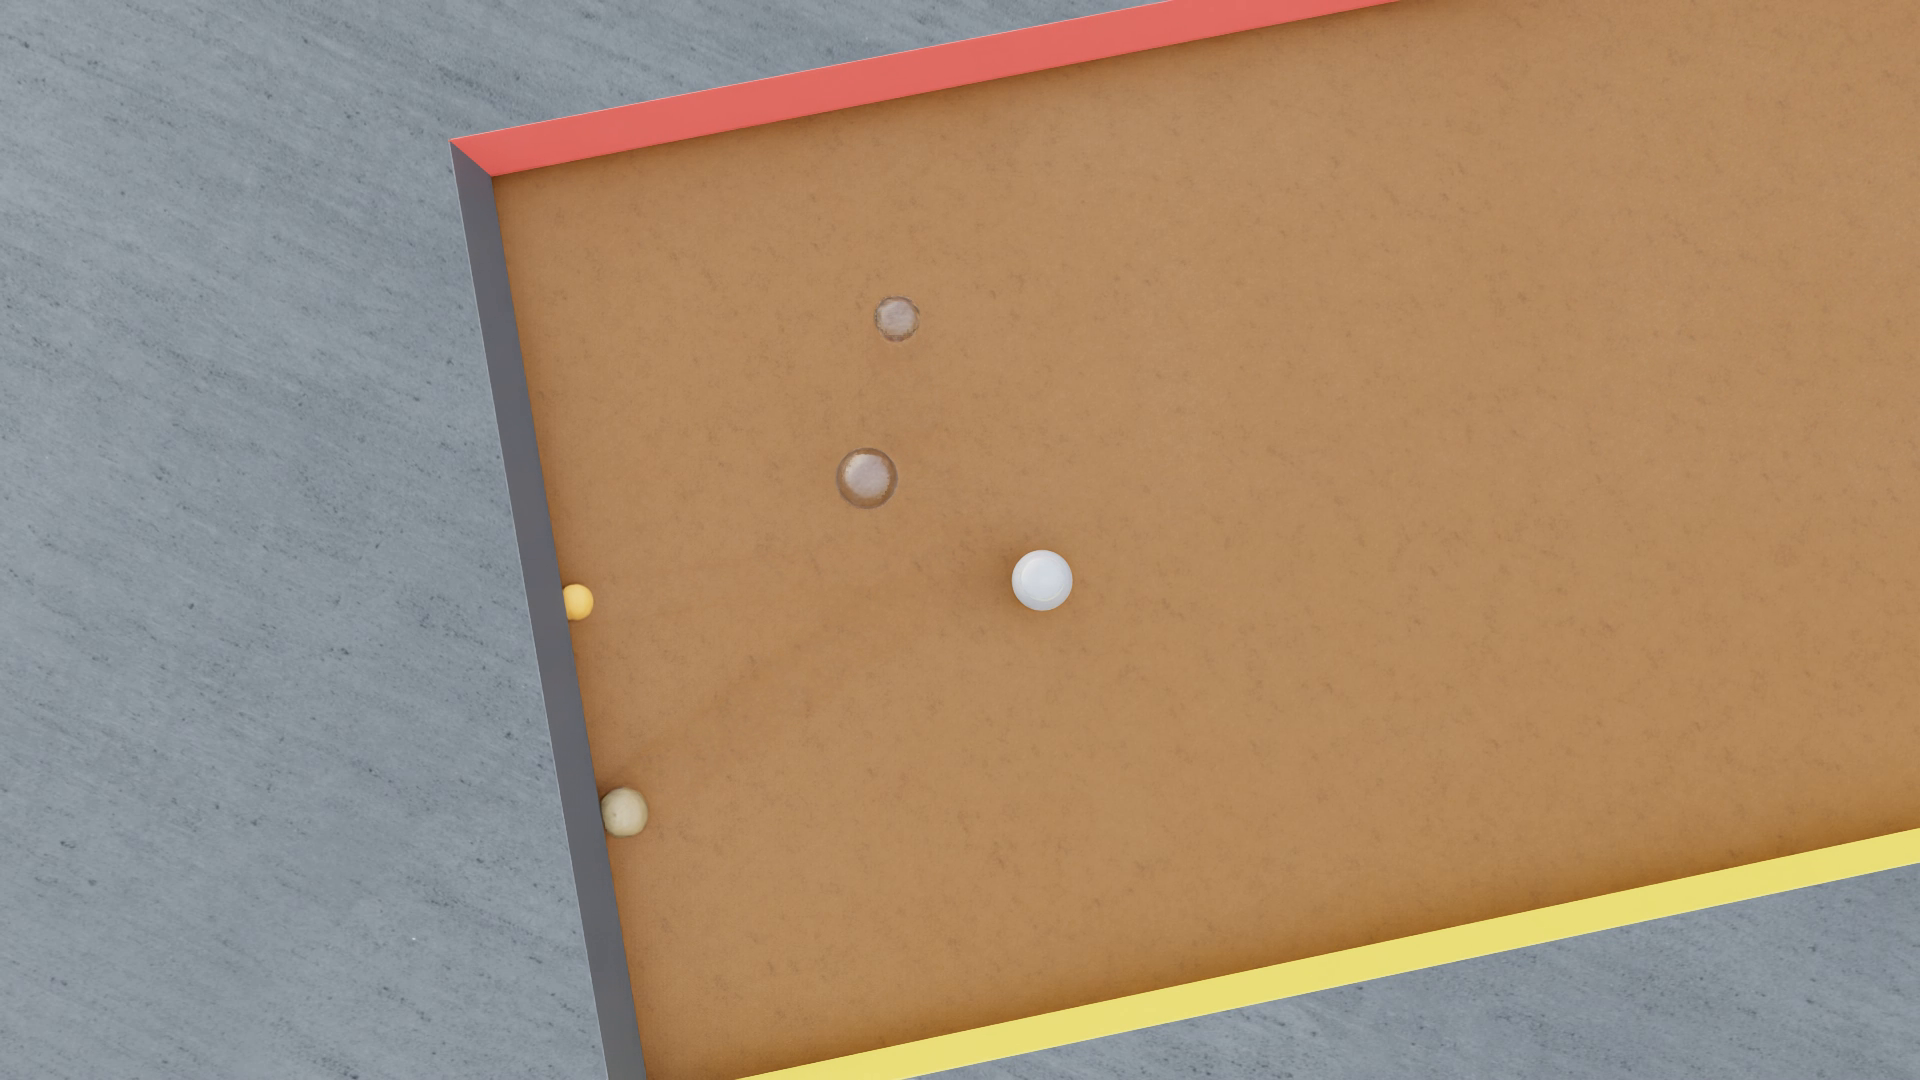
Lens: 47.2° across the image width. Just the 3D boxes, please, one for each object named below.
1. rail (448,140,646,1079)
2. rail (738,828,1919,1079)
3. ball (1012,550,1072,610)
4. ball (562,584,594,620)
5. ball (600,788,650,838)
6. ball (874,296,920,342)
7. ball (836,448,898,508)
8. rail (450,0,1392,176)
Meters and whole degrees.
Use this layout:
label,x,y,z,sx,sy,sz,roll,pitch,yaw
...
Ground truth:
label,x,y,z,sx,sy,sz,roll,pitch,yaw
rail,-0.604,0.118,3.253,0.045,0.121,1.503,-11,78,-2
rail,0.775,0.565,3.159,2.561,0.121,0.045,-11,78,-2
ball,0.123,0.060,3.281,0.091,0.091,0.091,0,78,0
ball,-0.576,0.093,3.293,0.054,0.054,0.054,0,78,0
ball,-0.492,0.399,3.219,0.073,0.073,0.073,0,78,0
ball,-0.096,-0.339,3.376,0.070,0.070,0.070,0,78,0
ball,-0.140,-0.093,3.313,0.093,0.093,0.093,0,78,0
rail,0.479,-0.829,3.453,2.561,0.121,0.045,-11,78,-2
